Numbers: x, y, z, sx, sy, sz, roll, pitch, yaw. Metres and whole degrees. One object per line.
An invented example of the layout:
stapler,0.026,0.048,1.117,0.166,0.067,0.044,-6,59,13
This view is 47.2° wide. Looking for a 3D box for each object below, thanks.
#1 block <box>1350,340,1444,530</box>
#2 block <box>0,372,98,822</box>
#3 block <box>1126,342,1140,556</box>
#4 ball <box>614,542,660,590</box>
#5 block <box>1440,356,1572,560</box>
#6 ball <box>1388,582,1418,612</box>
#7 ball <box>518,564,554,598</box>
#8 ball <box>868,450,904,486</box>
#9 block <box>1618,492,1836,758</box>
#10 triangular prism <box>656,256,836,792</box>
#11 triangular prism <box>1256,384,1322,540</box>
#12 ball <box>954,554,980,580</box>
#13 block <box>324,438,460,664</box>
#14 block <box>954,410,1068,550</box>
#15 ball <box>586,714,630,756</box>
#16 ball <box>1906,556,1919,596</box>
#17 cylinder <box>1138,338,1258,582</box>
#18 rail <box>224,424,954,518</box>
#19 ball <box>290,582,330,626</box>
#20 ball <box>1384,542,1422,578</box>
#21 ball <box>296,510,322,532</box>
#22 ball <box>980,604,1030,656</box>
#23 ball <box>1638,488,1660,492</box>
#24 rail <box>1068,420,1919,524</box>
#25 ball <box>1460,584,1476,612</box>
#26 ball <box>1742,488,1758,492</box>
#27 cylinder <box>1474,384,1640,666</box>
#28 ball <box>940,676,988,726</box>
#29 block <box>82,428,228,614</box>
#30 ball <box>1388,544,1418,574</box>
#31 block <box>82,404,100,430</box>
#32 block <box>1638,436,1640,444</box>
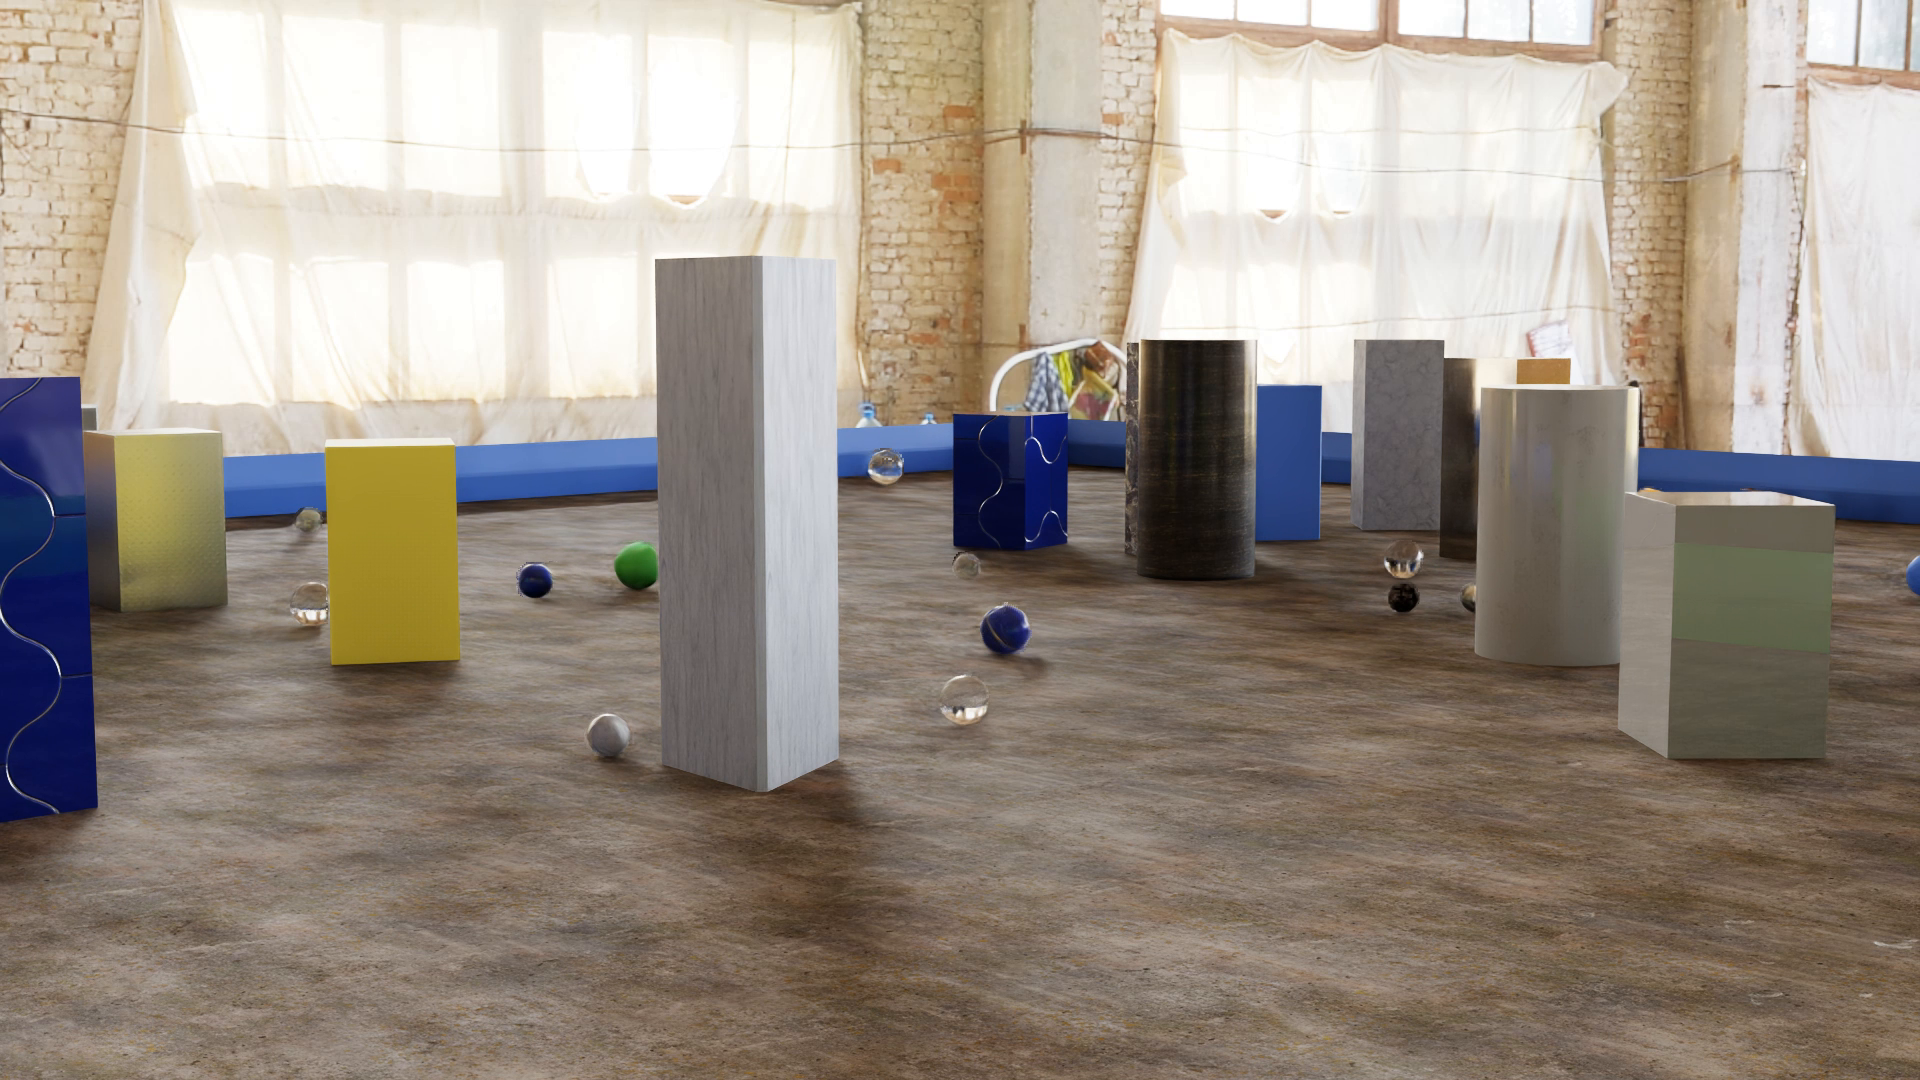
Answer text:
block,0.901,-0.220,4.540,0.159,0.385,0.159,0,6,1
block,-0.888,0.048,1.960,0.159,0.387,0.159,-6,8,-44
block,0.412,-0.165,3.998,0.159,0.387,0.159,-3,7,-29
ball,-0.515,0.041,3.525,0.075,0.075,0.075,0,6,0
block,0.981,-0.147,3.959,0.159,0.360,0.159,-5,8,-39
ball,0.655,0.086,3.252,0.044,0.044,0.044,0,6,0
ball,-0.659,0.064,3.412,0.054,0.054,0.054,0,6,0
ball,-0.190,-0.185,5.625,0.089,0.089,0.089,0,6,0
block,0.784,0.084,2.260,0.159,0.254,0.159,0,6,-1
triangular prism,-0.181,-0.024,2.128,0.149,0.494,0.172,-5,8,-40
triangular prism,0.604,-0.157,4.338,0.172,0.300,0.149,-1,6,-12
ball,0.013,0.043,3.659,0.043,0.043,0.043,0,6,0
block,-0.737,0.011,2.855,0.159,0.275,0.159,-2,6,-15
block,0.097,-0.116,4.187,0.159,0.251,0.159,4,7,32
ball,-0.352,0.196,2.201,0.043,0.043,0.043,0,6,0
ball,1.506,0.055,3.409,0.072,0.072,0.072,0,6,0
cylinder,0.400,-0.140,3.710,0.198,0.397,0.198,0,6,0
rail,-1.419,-0.126,4.862,4.684,0.129,0.045,-5,8,-42
ball,-0.914,0.091,3.109,0.063,0.063,0.063,0,6,0
ball,0.739,0.034,3.662,0.062,0.062,0.062,0,6,0
ball,-1.308,-0.038,4.418,0.048,0.048,0.048,0,6,0
ball,0.059,0.117,2.852,0.065,0.065,0.065,0,6,0
ball,1.345,-0.051,4.293,0.099,0.099,0.099,0,6,0
rail,1.704,-0.130,4.895,0.045,0.129,4.233,-5,8,-42
ball,0.762,0.087,3.254,0.041,0.041,0.041,0,6,0
ball,1.731,-0.084,4.820,0.057,0.057,0.057,0,6,0
cylinder,0.771,-0.024,2.843,0.198,0.347,0.198,0,6,0
ball,0.005,0.173,2.369,0.053,0.053,0.053,0,6,0
block,-1.223,-0.034,3.342,0.159,0.262,0.159,-5,7,-37
ball,0.750,0.032,3.725,0.052,0.052,0.052,0,6,0
block,-1.513,-0.078,3.655,0.159,0.287,0.159,-2,6,-20
block,0.891,-0.030,3.266,0.159,0.271,0.159,-1,6,-13
